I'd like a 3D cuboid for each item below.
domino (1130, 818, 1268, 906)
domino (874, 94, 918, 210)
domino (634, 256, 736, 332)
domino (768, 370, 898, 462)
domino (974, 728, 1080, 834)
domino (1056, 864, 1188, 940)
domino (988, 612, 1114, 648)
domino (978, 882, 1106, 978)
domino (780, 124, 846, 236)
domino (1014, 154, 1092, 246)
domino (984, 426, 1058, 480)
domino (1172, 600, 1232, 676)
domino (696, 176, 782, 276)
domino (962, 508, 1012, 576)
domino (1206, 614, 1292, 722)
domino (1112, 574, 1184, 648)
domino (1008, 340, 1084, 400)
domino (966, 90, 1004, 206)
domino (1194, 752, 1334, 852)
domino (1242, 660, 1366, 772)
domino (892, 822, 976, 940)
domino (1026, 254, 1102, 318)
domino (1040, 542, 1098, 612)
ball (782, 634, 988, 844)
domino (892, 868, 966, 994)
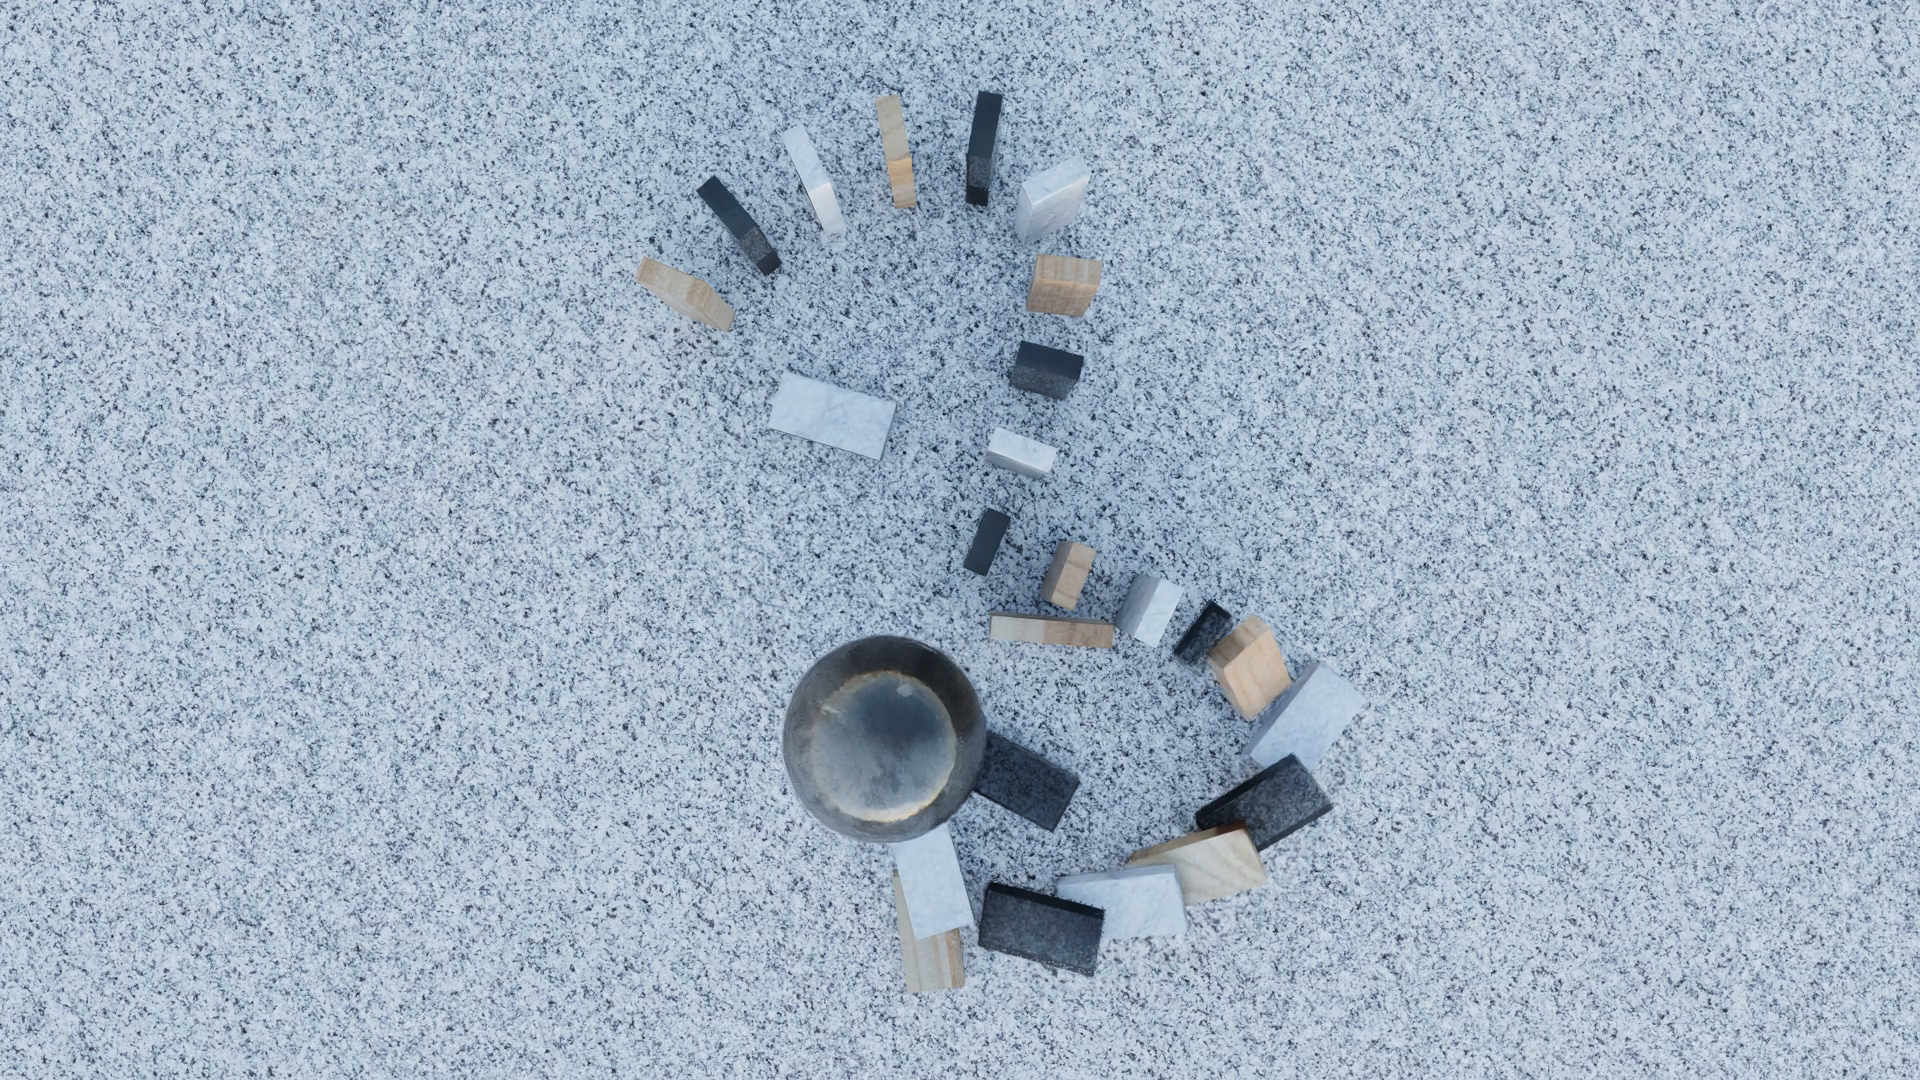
[{"bbox_3d":[0.101,0.139,0.388,0.050,0.009,0.025,-24,90,17],"label":"domino"},{"bbox_3d":[-0.026,-0.157,0.375,0.009,0.050,0.025,-11,90,0],"label":"domino"},{"bbox_3d":[-0.111,-0.099,0.375,0.025,0.050,0.009,23,90,0],"label":"domino"},{"bbox_3d":[-0.055,-0.053,0.395,0.050,0.010,0.025,17,90,0],"label":"domino"},{"bbox_3d":[0.023,0.102,0.395,0.050,0.009,0.025,28,90,0],"label":"domino"},{"bbox_3d":[0.069,0.154,0.388,0.050,0.010,0.025,-13,90,16],"label":"domino"},{"bbox_3d":[0.038,0.038,0.388,0.050,0.025,0.009,5,90,0],"label":"domino"},{"bbox_3d":[0.034,0.164,0.388,0.050,0.009,0.025,9,96,14],"label":"domino"},{"bbox_3d":[-0.059,-0.146,0.375,0.010,0.050,0.025,-25,90,0],"label":"domino"},{"bbox_3d":[0.037,-0.138,0.375,0.025,0.050,0.009,-27,90,0],"label":"domino"},{"bbox_3d":[0.024,-0.035,0.375,0.025,0.050,0.010,20,90,0],"label":"domino"},{"bbox_3d":[0.100,0.041,0.375,0.010,0.050,0.025,37,90,20],"label":"domino"},{"bbox_3d":[-0.089,-0.127,0.375,0.009,0.050,0.025,-41,90,0],"label":"domino"},{"bbox_3d":[0.010,0.001,0.375,0.010,0.050,0.025,23,90,0],"label":"domino"},{"bbox_3d":[0.120,0.054,0.378,0.025,0.050,0.010,-40,46,-2],"label":"domino"},{"bbox_3d":[0.076,0.028,0.375,0.009,0.050,0.025,26,90,0],"label":"domino"},{"bbox_3d":[0.034,-0.069,0.375,0.025,0.050,0.010,15,90,0],"label":"domino"},{"bbox_3d":[0.010,-0.159,0.375,0.009,0.050,0.025,10,90,0],"label":"domino"},{"bbox_3d":[0.128,0.115,0.389,0.050,0.010,0.025,-38,90,15],"label":"domino"},{"bbox_3d":[0.148,0.080,0.395,0.025,0.010,0.050,38,90,0],"label":"domino"},{"bbox_3d":[-0.013,0.139,0.387,0.025,0.009,0.050,-16,71,-3],"label":"domino"},{"bbox_3d":[0.042,-0.103,0.375,0.025,0.050,0.010,7,90,0],"label":"domino"},{"bbox_3d":[0.043,0.014,0.375,0.009,0.050,0.025,22,90,0],"label":"domino"},{"bbox_3d":[-0.029,0.077,0.360,0.080,0.080,0.080,0,90,0],"label":"ball"},{"bbox_3d":[-0.013,0.167,0.395,0.025,0.009,0.050,-7,90,0],"label":"domino"}]
